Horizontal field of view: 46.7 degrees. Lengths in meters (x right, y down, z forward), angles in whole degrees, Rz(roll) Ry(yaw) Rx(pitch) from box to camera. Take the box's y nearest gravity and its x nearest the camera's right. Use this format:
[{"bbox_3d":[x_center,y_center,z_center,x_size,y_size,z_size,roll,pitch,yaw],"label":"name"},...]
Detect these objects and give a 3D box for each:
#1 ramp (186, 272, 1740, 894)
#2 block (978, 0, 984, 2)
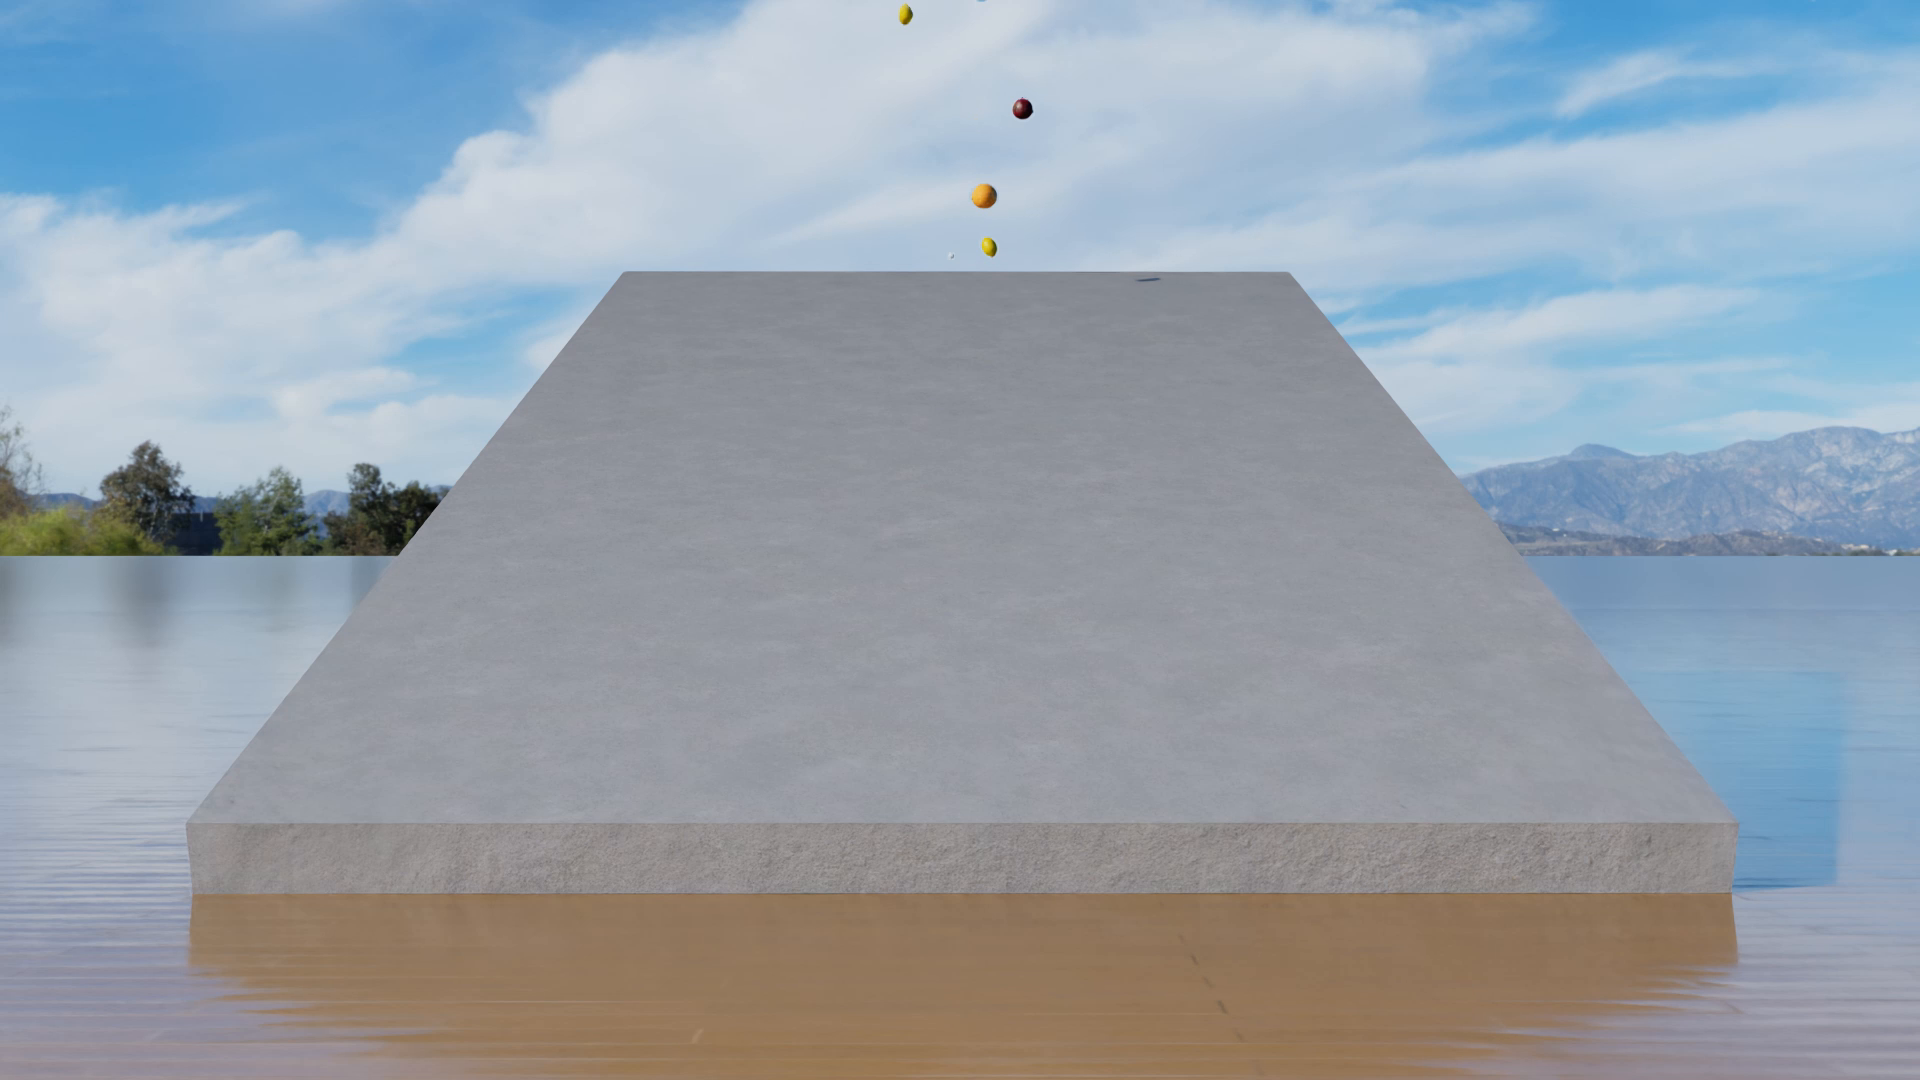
[{"bbox_3d":[-0.003,-0.174,4.787,2.000,0.100,4.000,0,17,0],"label":"ramp"},{"bbox_3d":[0.106,-1.576,6.258,0.098,0.098,0.098,-16,14,-26],"label":"block"}]
